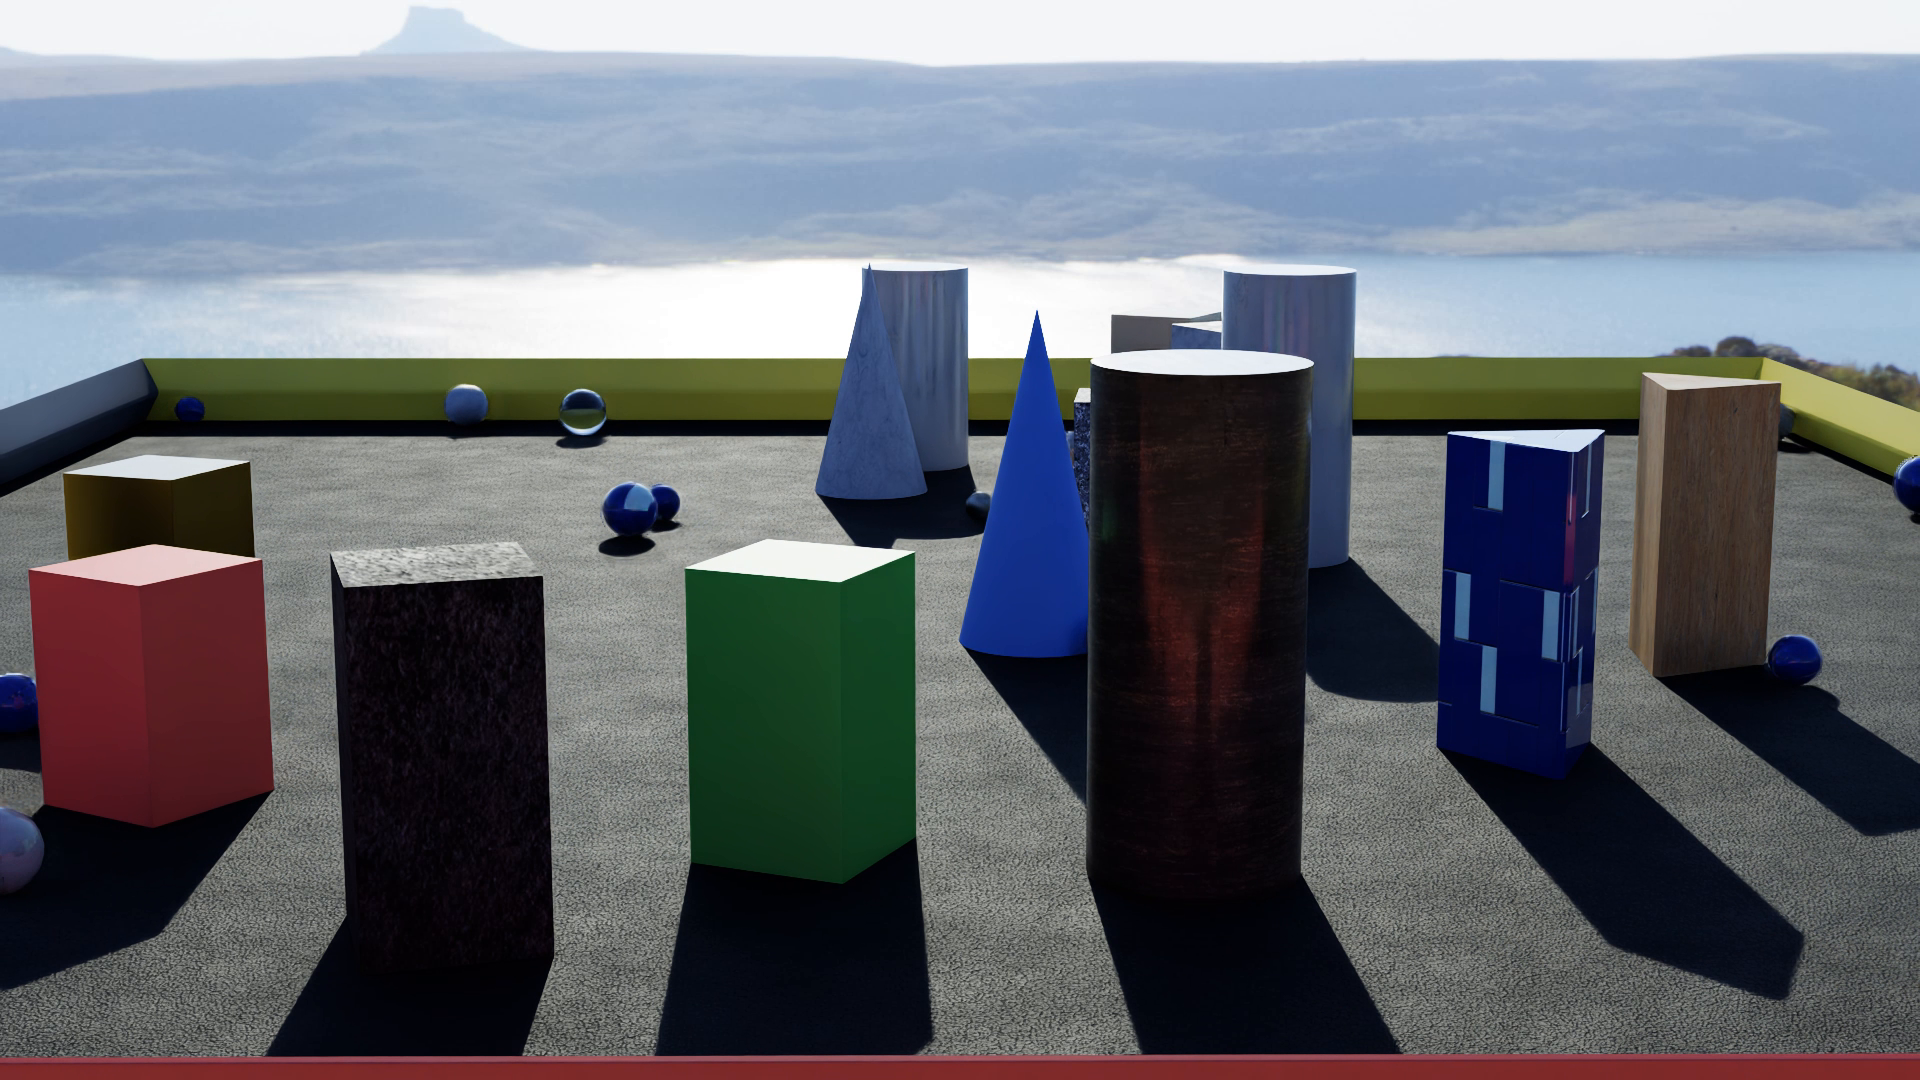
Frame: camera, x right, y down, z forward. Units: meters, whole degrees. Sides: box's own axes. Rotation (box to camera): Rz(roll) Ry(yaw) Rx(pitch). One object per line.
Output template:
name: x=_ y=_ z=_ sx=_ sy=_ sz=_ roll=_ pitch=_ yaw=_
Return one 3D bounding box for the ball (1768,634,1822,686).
ball: x=0.991 y=0.142 z=3.047 sx=0.060 sy=0.060 sz=0.060 roll=0 pitch=11 yaw=0

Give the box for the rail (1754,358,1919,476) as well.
rail: x=1.656 y=0.031 z=3.458 sx=0.045 sy=0.127 sz=3.803 roll=0 pitch=11 yaw=0

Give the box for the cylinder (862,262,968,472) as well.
cylinder: x=-0.082 y=-0.320 z=4.712 sx=0.196 sy=0.363 sz=0.196 roll=0 pitch=11 yaw=0

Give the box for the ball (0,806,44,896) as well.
ball: x=-0.854 y=0.276 z=2.275 sx=0.079 sy=0.079 sz=0.079 roll=0 pitch=11 yaw=0

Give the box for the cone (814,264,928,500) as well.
cone: x=-0.154 y=-0.281 z=4.412 sx=0.196 sy=0.395 sz=0.196 roll=0 pitch=11 yaw=0

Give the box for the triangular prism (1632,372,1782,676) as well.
triangular prism: x=0.884 y=-0.025 z=3.161 sx=0.170 sy=0.348 sz=0.147 roll=-5 pitch=12 yaw=-25

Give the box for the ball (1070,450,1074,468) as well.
ball: x=0.219 y=-0.143 z=4.622 sx=0.048 sy=0.048 sz=0.048 roll=0 pitch=11 yaw=0

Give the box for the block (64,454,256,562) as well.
block: x=-0.985 y=0.028 z=3.174 sx=0.157 sy=0.239 sz=0.157 roll=4 pitch=11 yaw=20

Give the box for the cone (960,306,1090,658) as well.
cone: x=0.096 y=-0.082 z=3.250 sx=0.196 sy=0.428 sz=0.196 roll=0 pitch=11 yaw=0

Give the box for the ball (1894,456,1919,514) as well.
ball: x=1.581 y=-0.090 z=4.196 sx=0.098 sy=0.098 sz=0.098 roll=0 pitch=11 yaw=0

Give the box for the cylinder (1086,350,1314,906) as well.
cylinder: x=0.213 y=0.073 z=2.305 sx=0.196 sy=0.468 sz=0.196 roll=0 pitch=11 yaw=0

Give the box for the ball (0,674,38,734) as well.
ball: x=-1.043 y=0.180 z=2.827 sx=0.067 sy=0.067 sz=0.067 roll=0 pitch=11 yaw=0

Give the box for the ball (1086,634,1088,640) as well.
ball: x=0.182 y=0.120 z=3.201 sx=0.047 sy=0.047 sz=0.047 roll=0 pitch=11 yaw=0

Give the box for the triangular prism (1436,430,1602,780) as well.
triangular prism: x=0.626 y=0.059 z=2.726 sx=0.147 sy=0.342 sz=0.170 roll=-8 pitch=13 yaw=-36

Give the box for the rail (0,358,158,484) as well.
rail: x=-1.656 y=0.034 z=3.440 sx=0.045 sy=0.127 sz=3.803 roll=0 pitch=11 yaw=0

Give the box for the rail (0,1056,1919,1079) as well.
rail: x=0.011 y=0.375 z=1.602 sx=3.360 sy=0.127 sz=0.045 roll=0 pitch=11 yaw=0

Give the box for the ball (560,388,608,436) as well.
ball: x=-0.747 y=-0.253 z=5.087 sx=0.094 sy=0.094 sz=0.094 roll=0 pitch=11 yaw=0

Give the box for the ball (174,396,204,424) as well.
ball: x=-1.581 y=-0.266 z=5.260 sx=0.056 sy=0.056 sz=0.056 roll=0 pitch=11 yaw=0

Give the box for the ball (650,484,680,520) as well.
ball: x=-0.481 y=-0.061 z=4.150 sx=0.057 sy=0.057 sz=0.057 roll=0 pitch=11 yaw=0

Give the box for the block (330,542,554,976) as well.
block: x=-0.434 y=0.177 z=2.146 sx=0.157 sy=0.321 sz=0.157 roll=-3 pitch=11 yaw=-17

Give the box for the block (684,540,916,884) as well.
block: x=-0.145 y=0.155 z=2.386 sx=0.157 sy=0.277 sz=0.157 roll=5 pitch=11 yaw=24

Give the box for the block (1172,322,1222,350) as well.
block: x=0.460 y=-0.208 z=4.280 sx=0.157 sy=0.299 sz=0.157 roll=-6 pitch=12 yaw=-28

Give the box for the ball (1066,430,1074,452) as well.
ball: x=0.213 y=-0.169 z=4.707 sx=0.067 sy=0.067 sz=0.067 roll=0 pitch=11 yaw=0

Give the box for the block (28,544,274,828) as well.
block: x=-0.806 y=0.141 z=2.563 sx=0.157 sy=0.239 sz=0.157 roll=6 pitch=12 yaw=31

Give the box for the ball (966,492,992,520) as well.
ball: x=0.032 y=-0.055 z=4.148 sx=0.047 sy=0.047 sz=0.047 roll=0 pitch=11 yaw=0

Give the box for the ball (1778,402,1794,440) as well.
ball: x=1.590 y=-0.232 z=5.015 sx=0.079 sy=0.079 sz=0.079 roll=0 pitch=11 yaw=0

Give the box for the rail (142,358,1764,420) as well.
rail: x=-0.011 y=-0.310 z=5.295 sx=3.360 sy=0.127 sz=0.045 roll=0 pitch=11 yaw=0

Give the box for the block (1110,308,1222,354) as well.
block: x=0.380 y=-0.279 z=4.716 sx=0.157 sy=0.279 sz=0.157 roll=5 pitch=12 yaw=27

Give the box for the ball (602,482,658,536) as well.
ball: x=-0.515 y=-0.048 z=4.003 sx=0.086 sy=0.086 sz=0.086 roll=0 pitch=11 yaw=0

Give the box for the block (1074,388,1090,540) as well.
block: x=0.245 y=-0.079 z=3.691 sx=0.157 sy=0.260 sz=0.157 roll=1 pitch=11 yaw=5

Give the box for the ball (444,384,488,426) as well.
ball: x=-1.003 y=-0.273 z=5.217 sx=0.087 sy=0.087 sz=0.087 roll=0 pitch=11 yaw=0

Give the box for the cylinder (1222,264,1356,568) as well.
cylinder: x=0.484 y=-0.186 z=3.810 sx=0.196 sy=0.429 sz=0.196 roll=0 pitch=11 yaw=0
